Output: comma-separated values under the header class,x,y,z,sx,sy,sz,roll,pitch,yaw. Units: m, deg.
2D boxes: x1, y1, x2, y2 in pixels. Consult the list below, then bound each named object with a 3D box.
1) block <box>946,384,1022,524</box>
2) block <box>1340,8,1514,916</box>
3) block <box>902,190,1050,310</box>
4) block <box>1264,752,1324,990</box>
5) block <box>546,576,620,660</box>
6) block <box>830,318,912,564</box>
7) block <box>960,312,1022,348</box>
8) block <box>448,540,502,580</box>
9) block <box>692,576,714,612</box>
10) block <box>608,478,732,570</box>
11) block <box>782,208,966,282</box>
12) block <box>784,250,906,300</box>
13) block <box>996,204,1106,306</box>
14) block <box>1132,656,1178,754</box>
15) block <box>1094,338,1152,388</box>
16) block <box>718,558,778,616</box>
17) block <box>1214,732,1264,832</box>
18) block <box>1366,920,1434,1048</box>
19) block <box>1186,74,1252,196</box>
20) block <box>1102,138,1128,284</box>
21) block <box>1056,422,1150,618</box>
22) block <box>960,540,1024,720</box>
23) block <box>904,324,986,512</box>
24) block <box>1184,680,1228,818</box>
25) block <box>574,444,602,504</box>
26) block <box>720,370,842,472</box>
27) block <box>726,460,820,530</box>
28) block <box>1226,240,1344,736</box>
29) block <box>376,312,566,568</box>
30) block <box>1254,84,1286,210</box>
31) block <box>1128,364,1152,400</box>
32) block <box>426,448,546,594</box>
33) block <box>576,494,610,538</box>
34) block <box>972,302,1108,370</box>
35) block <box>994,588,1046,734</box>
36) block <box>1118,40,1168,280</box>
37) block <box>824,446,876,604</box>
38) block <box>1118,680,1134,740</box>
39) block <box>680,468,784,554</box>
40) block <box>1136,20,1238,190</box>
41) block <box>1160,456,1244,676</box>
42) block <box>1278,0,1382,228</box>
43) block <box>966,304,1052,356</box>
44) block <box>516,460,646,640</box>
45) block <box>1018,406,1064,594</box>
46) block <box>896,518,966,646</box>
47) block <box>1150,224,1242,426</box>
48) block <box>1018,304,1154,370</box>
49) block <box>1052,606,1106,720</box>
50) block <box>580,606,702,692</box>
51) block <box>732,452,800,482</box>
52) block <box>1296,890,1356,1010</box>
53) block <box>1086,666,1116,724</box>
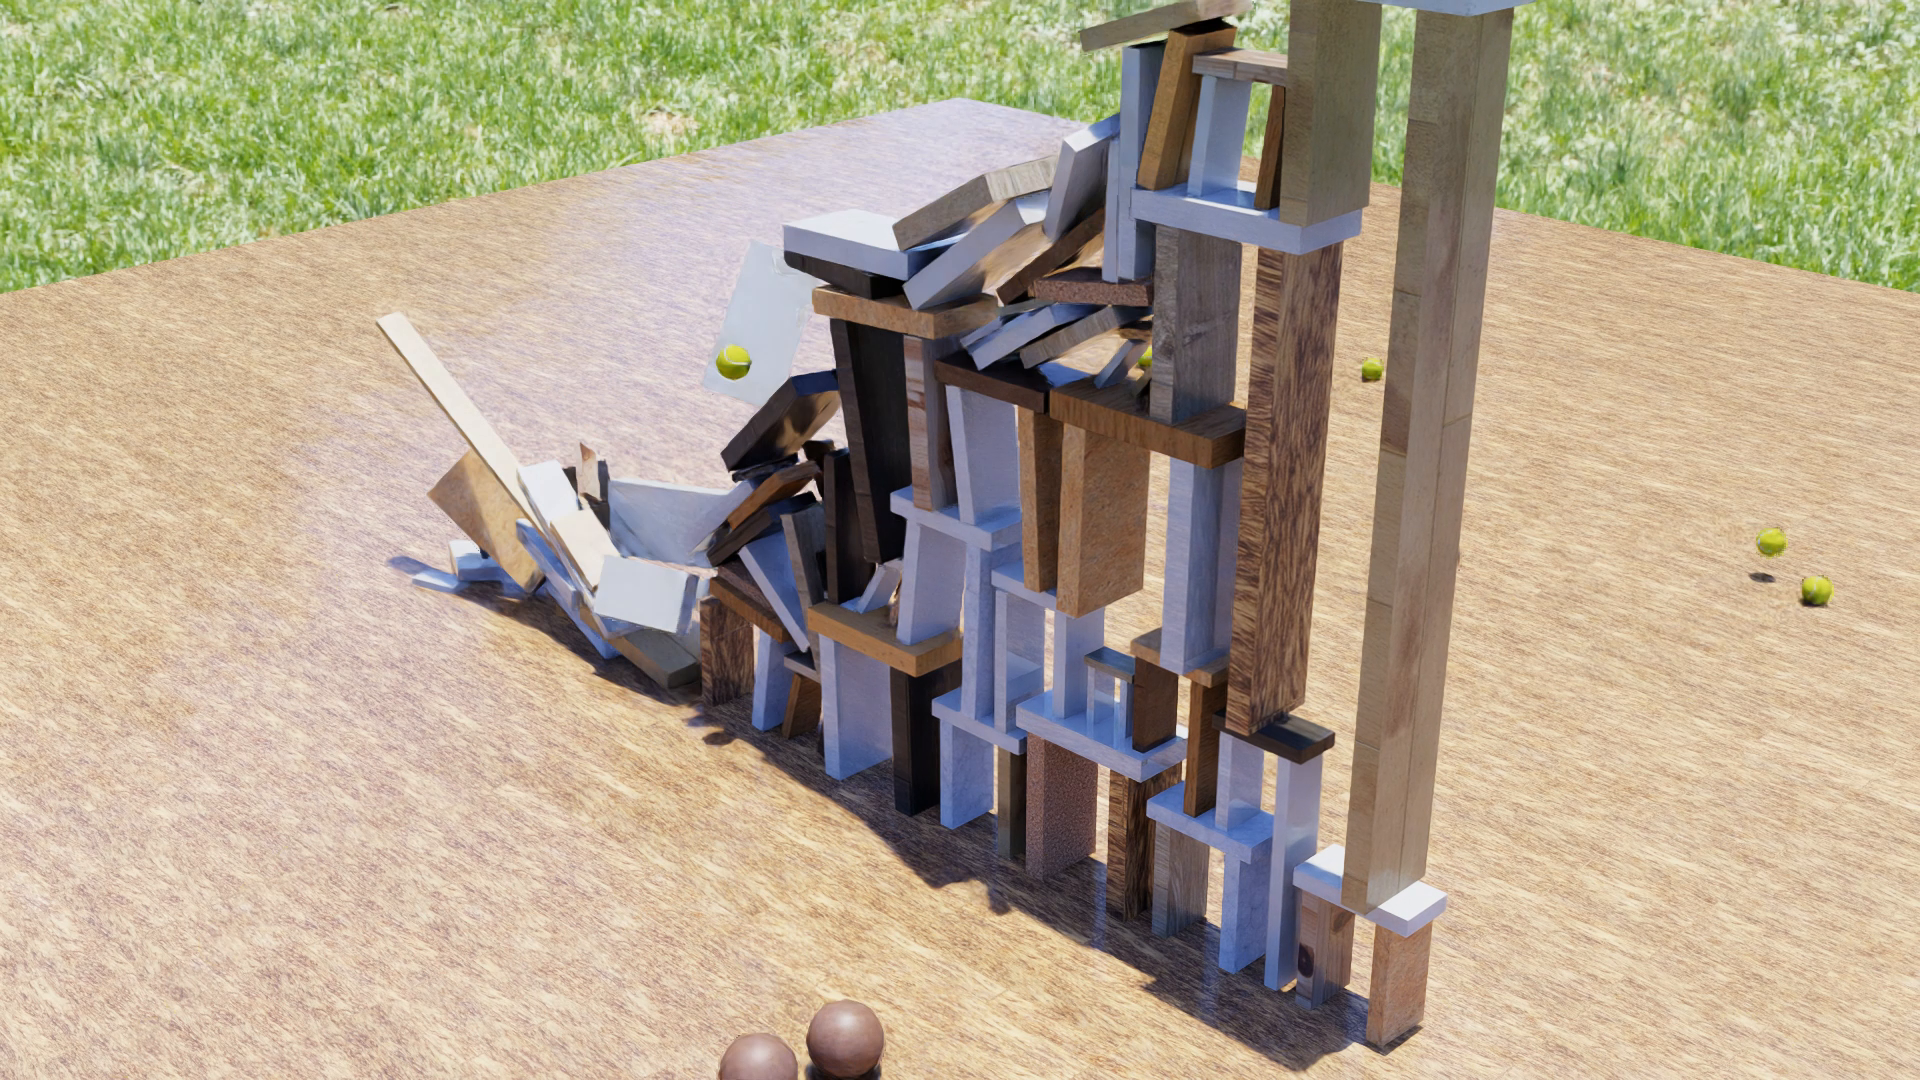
class,x,y,z,sx,sy,sz,roll,pitch,yaw
block,0.048,-0.175,4.083,0.132,0.265,0.037,-22,25,-39
block,0.715,-0.086,3.406,0.049,1.467,0.175,22,31,40
block,0.068,-0.523,3.926,0.180,0.051,0.360,-20,-7,-39
block,0.582,0.567,3.833,0.027,0.461,0.095,21,31,41
block,-0.841,0.158,5.263,0.174,0.049,0.348,-15,35,-29
block,-0.142,-0.210,4.298,0.168,0.486,0.048,-21,20,-40
block,0.058,-0.380,3.964,0.058,0.017,0.117,-22,-2,-41
block,-1.228,0.051,5.573,0.109,0.031,0.219,-1,19,-19
block,-0.606,0.131,4.971,0.269,0.038,0.135,-17,-10,26
block,-0.619,-0.032,5.049,0.495,0.176,0.050,8,14,38
block,-0.153,-0.564,4.183,0.180,0.051,0.360,-19,28,-39
block,-0.189,-0.534,4.248,0.160,0.045,0.320,-15,26,-31
block,0.198,-0.505,3.823,0.118,0.033,0.306,-26,-5,-44
block,0.353,0.283,3.955,0.026,0.184,0.092,21,31,41
block,0.283,-0.310,3.791,0.060,0.121,0.017,-22,70,-41
block,-0.421,0.092,4.748,0.102,0.029,0.203,-20,39,-40
block,0.493,0.408,3.862,0.027,0.191,0.095,22,31,40
block,0.747,0.734,3.733,0.116,0.232,0.033,-19,30,-38
block,0.415,-0.652,3.505,0.027,0.193,0.097,28,35,36
block,0.293,-0.557,3.676,0.033,0.236,0.118,21,30,38
block,0.258,-0.057,3.919,0.180,0.359,0.051,-21,32,-41
block,0.070,0.157,4.219,0.136,0.369,0.039,-21,34,-39
block,-0.020,-0.238,4.139,0.048,0.337,0.168,16,28,42
block,0.441,0.355,3.890,0.092,0.267,0.026,-21,32,-41
block,-0.882,-0.158,5.202,0.019,0.131,0.066,-20,-26,20
block,-0.350,-0.248,4.525,0.160,0.045,0.320,-13,-18,-39
block,-0.391,-0.094,4.603,0.108,0.031,0.216,-21,-12,-43
block,0.532,-0.086,3.627,0.047,0.848,0.167,21,31,39
block,-1.144,-0.243,5.272,0.066,0.019,0.854,-27,67,-34
block,0.509,-0.620,3.428,0.027,0.194,0.097,24,32,31
block,0.340,-0.288,3.738,0.060,0.121,0.017,-21,69,-40
block,-1.124,-0.053,5.426,0.353,0.176,0.050,44,1,2
block,-0.924,-0.034,5.272,0.109,0.031,0.219,-12,37,-25
block,0.140,-0.369,3.890,0.125,0.035,0.250,-20,-3,-35
block,0.114,0.217,4.181,0.105,0.293,0.030,-21,31,-40
block,0.317,-0.625,3.612,0.037,0.375,0.129,18,28,40
block,-0.222,-0.034,4.455,0.031,0.319,0.108,20,30,40
block,0.315,0.299,4.006,0.058,0.116,0.016,-21,31,-41
block,-0.475,-0.065,4.725,0.135,0.038,0.269,-19,-15,-48
block,0.363,-0.697,3.528,0.037,0.258,0.129,33,38,32
block,0.429,0.023,3.767,0.051,0.389,0.180,22,32,40
block,0.564,-0.666,3.341,0.049,0.349,0.175,19,30,38
block,0.089,-0.375,3.936,0.059,0.017,0.199,-20,-3,-35
block,-0.884,0.017,5.128,0.102,0.029,0.501,-17,60,-31
block,0.170,-0.089,3.998,0.037,0.350,0.132,17,29,42
block,-0.051,0.064,4.313,0.136,0.273,0.039,-21,38,-40
block,0.392,-0.373,3.643,0.166,0.333,0.047,-21,31,-40
block,0.229,-0.364,3.821,0.125,0.035,0.250,-21,0,-41
block,0.220,0.217,4.076,0.105,0.211,0.030,-21,31,-40
block,-0.709,0.214,5.087,0.174,0.049,0.348,-23,43,-37
block,-0.403,-0.149,4.557,0.132,0.019,0.066,-15,8,8
block,0.639,0.693,3.831,0.033,0.232,0.116,21,31,41
block,0.261,0.277,4.056,0.058,0.116,0.016,-21,31,-41
